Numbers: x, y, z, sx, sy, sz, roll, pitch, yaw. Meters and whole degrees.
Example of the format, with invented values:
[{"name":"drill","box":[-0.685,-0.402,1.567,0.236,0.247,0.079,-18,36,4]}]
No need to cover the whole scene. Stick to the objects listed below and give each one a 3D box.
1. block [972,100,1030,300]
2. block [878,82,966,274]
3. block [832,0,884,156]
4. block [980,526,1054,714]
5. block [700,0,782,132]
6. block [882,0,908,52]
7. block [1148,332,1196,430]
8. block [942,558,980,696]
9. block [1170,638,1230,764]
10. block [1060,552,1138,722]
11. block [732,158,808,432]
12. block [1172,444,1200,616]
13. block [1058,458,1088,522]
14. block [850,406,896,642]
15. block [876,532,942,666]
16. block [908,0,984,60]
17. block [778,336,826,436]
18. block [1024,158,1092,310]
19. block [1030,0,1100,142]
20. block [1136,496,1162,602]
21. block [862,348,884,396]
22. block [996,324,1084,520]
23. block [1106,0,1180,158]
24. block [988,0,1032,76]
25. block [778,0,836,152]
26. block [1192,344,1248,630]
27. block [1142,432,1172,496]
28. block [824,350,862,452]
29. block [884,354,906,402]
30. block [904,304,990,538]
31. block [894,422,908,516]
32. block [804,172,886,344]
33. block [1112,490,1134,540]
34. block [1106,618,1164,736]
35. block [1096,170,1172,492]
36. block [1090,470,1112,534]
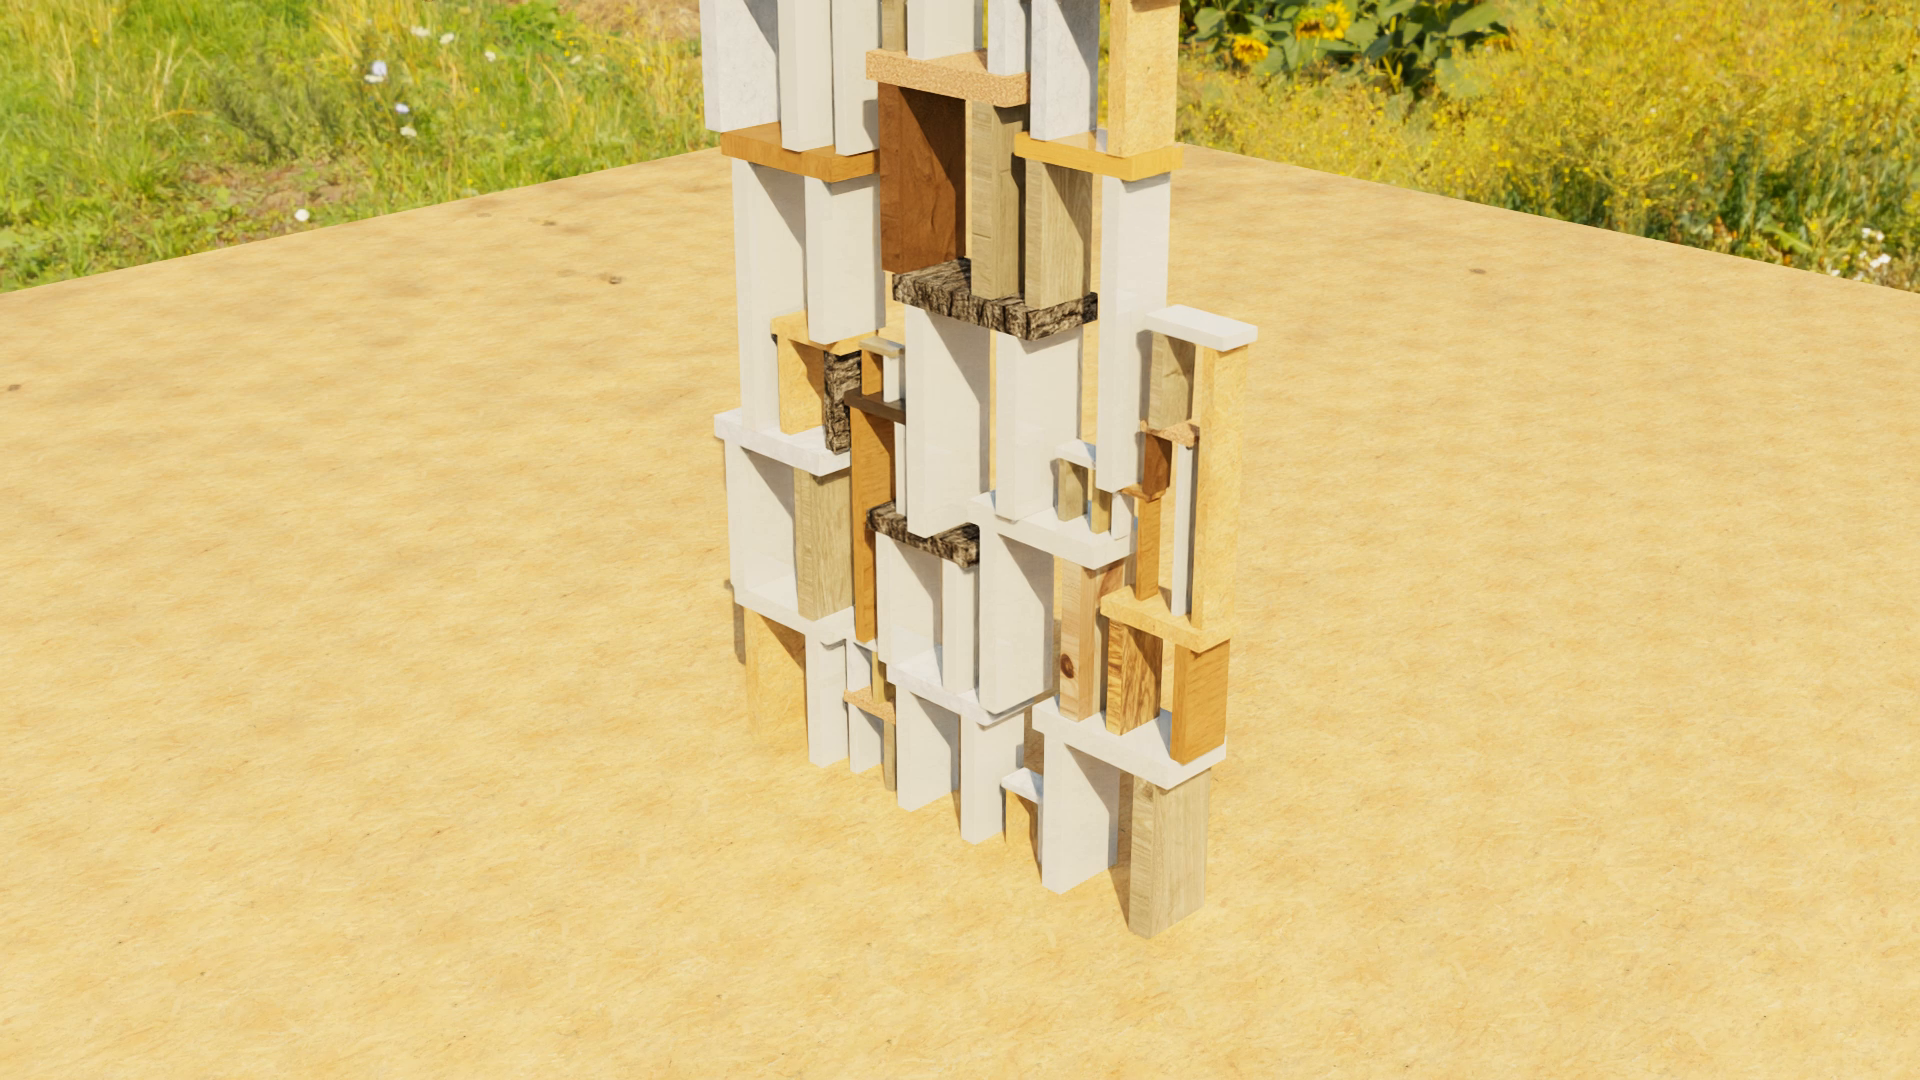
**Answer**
[{"name":"block","box":[0.098,-0.610,3.866,0.049,0.345,0.172,21,31,40]},{"name":"block","box":[-0.067,-0.673,4.014,0.049,0.345,0.172,21,31,40]},{"name":"block","box":[-0.185,-0.921,4.035,0.029,0.415,0.103,21,31,41]},{"name":"block","box":[0.108,0.131,4.171,0.157,0.375,0.044,-21,31,-41]},{"name":"block","box":[-0.418,-0.977,4.258,0.172,0.344,0.049,-21,31,-41]},{"name":"block","box":[-0.091,-0.979,3.904,0.029,0.206,0.103,21,31,40]},{"name":"block","box":[0.360,-0.279,3.724,0.086,0.172,0.024,-21,31,-41]},{"name":"block","box":[0.030,0.149,4.253,0.139,0.277,0.039,-21,31,-40]},{"name":"block","box":[0.423,0.272,3.874,0.032,0.226,0.113,21,31,41]},{"name":"block","box":[0.254,0.161,4.021,0.044,0.314,0.157,21,31,41]},{"name":"block","box":[-0.370,-0.503,4.410,0.046,0.556,0.161,21,31,41]},{"name":"block","box":[0.394,-0.022,3.787,0.056,0.318,0.016,-21,31,-41]},{"name":"block","box":[0.205,-0.098,3.962,0.060,0.120,0.017,-21,31,-40]},{"name":"block","box":[-0.170,-0.039,4.401,0.027,0.501,0.094,21,31,41]},{"name":"block","box":[-0.101,0.098,4.373,0.039,0.277,0.139,21,31,41]},{"name":"block","box":[-0.026,-0.996,3.833,0.042,0.293,0.147,21,31,40]},{"name":"block","box":[-0.317,-0.323,4.437,0.029,0.205,0.103,21,31,41]},{"name":"block","box":[0.172,-0.542,3.813,0.037,0.261,0.130,21,31,40]},{"name":"block","box":[0.176,-0.808,3.683,0.036,0.257,0.128,21,31,40]},{"name":"block","box":[0.332,0.012,3.869,0.013,0.192,0.046,21,31,41]},{"name":"block","box":[-0.169,-0.331,4.263,0.013,0.092,0.046,22,31,40]},{"name":"block","box":[0.144,-0.225,3.970,0.174,0.347,0.049,-21,31,-40]},{"name":"block","box":[0.298,-0.761,3.572,0.036,0.257,0.128,21,31,41]},{"name":"block","box":[0.113,-0.941,3.705,0.042,0.293,0.147,21,31,40]},{"name":"block","box":[-0.256,-0.913,4.108,0.172,0.344,0.049,-21,31,-41]},{"name":"block","box":[0.438,-0.092,3.713,0.086,0.506,0.024,-21,31,-41]},{"name":"block","box":[0.342,-0.139,3.800,0.016,0.112,0.056,22,31,39]},{"name":"block","box":[-0.220,-0.285,4.348,0.103,0.205,0.029,-21,31,-41]},{"name":"block","box":[-0.126,-0.314,4.223,0.013,0.092,0.046,22,31,40]},{"name":"block","box":[-0.022,-0.241,4.140,0.049,0.450,0.174,21,31,40]},{"name":"block","box":[-0.082,-0.149,4.259,0.027,0.187,0.094,21,31,41]},{"name":"block","box":[-0.218,-0.551,4.225,0.161,0.322,0.046,-21,31,-41]},{"name":"block","box":[0.289,-0.051,3.888,0.046,0.092,0.013,-21,31,-40]},{"name":"block","box":[0.317,0.230,3.972,0.032,0.226,0.113,21,31,41]},{"name":"block","box":[0.295,-0.359,3.756,0.037,0.553,0.130,21,31,41]},{"name":"block","box":[0.261,-0.075,3.909,0.060,0.120,0.017,-21,31,-40]}]
